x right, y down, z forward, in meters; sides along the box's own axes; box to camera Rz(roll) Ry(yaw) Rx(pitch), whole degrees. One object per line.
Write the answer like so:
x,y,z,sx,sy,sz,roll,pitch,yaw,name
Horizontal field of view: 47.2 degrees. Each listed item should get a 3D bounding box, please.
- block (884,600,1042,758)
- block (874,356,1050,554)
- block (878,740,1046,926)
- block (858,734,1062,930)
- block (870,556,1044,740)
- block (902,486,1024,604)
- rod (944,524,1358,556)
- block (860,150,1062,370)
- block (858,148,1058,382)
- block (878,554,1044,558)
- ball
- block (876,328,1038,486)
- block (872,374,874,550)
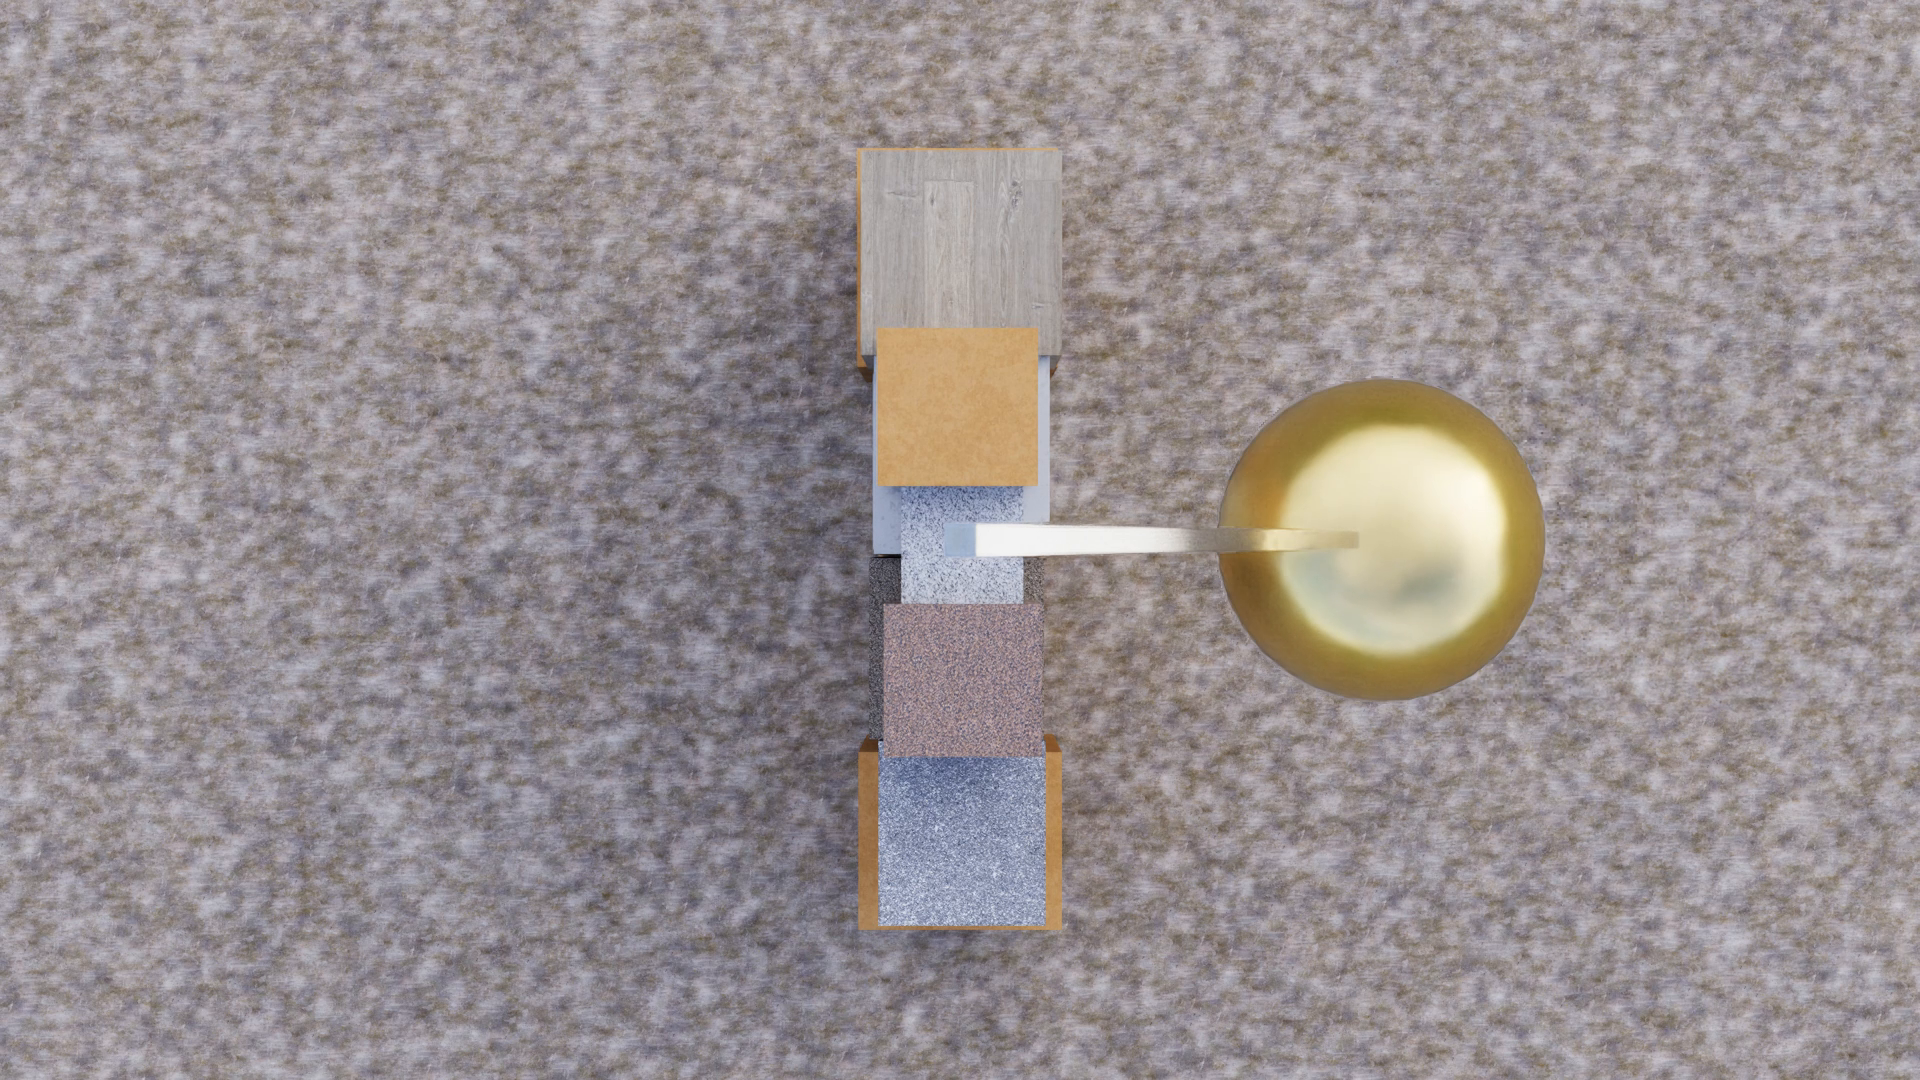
0.014,0.657,10.649,0.740,0.755,0.715,0,90,0,block
0.009,-0.419,11.480,0.877,0.997,0.988,0,89,0,block
0.010,1.471,11.463,0.838,0.869,0.926,0,90,0,block
0.001,1.629,12.449,1.102,1.103,0.961,0,90,0,block
-0.017,0.544,11.500,0.877,0.946,0.908,0,90,0,block
0.011,0.009,10.668,0.575,0.610,0.560,0,92,0,block
0.899,0.000,7.691,0.080,5.200,0.080,0,90,20,rod
0.007,-1.427,11.382,1.000,0.912,1.016,0,90,0,block
-0.014,-1.521,12.419,1.081,1.162,1.177,0,90,0,block
0.007,0.600,12.486,0.902,1.027,1.077,0,90,0,block
2.074,0.000,10.881,1.600,1.600,1.600,0,90,0,ball
-0.011,-0.631,10.518,0.739,0.840,0.725,0,93,0,block
-0.008,-0.436,12.575,0.947,0.850,0.973,0,90,0,block
